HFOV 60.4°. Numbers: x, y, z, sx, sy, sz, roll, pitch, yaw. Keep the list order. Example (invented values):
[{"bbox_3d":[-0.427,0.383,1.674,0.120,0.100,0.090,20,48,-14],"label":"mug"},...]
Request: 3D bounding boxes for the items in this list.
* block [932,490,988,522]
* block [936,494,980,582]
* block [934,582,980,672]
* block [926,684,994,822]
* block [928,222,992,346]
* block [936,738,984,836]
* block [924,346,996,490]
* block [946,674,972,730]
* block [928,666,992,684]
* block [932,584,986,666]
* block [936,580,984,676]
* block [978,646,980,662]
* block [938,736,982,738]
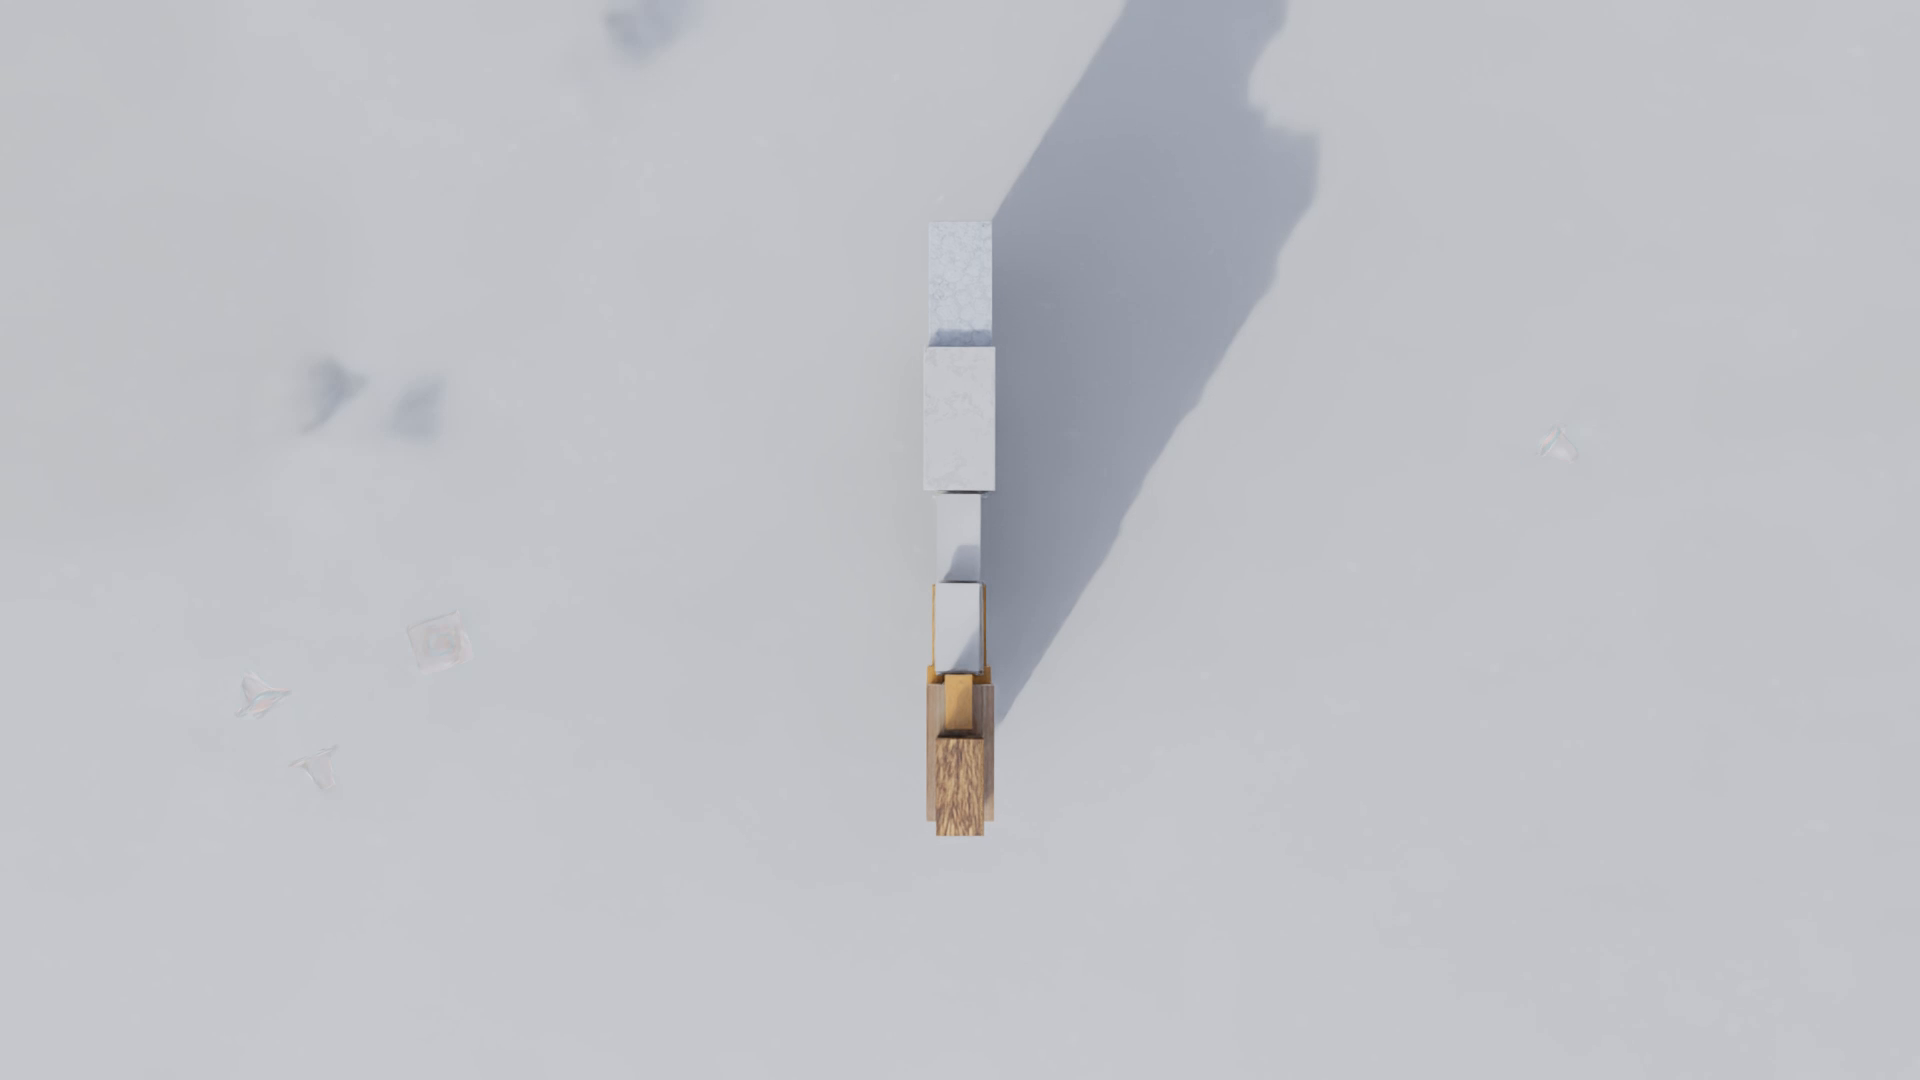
[{"bbox_3d":[0.001,-0.191,4.375,0.143,0.041,0.286,0,90,0],"label":"block"},{"bbox_3d":[-0.004,-0.006,4.122,0.108,0.031,0.217,0,90,0],"label":"block"},{"bbox_3d":[-0.007,0.213,4.028,0.107,0.030,0.214,0,90,0],"label":"block"},{"bbox_3d":[0.000,0.519,4.037,0.166,0.047,0.331,0,90,0],"label":"block"},{"bbox_3d":[0.001,-0.620,4.032,0.154,0.044,0.309,0,90,0],"label":"block"},{"bbox_3d":[-0.001,0.565,3.778,0.110,0.031,0.220,0,90,0],"label":"block"},{"bbox_3d":[-0.002,-0.292,3.986,0.172,0.049,0.344,0,90,0],"label":"block"},{"bbox_3d":[-0.003,0.381,3.878,0.063,0.018,0.126,0,89,0],"label":"block"},{"bbox_3d":[-0.002,0.508,4.416,0.171,0.048,0.342,0,90,0],"label":"block"},{"bbox_3d":[-0.003,0.287,4.804,0.156,0.044,0.311,0,90,0],"label":"block"},{"bbox_3d":[0.000,0.228,4.275,0.121,0.034,0.243,0,90,0],"label":"block"},{"bbox_3d":[-0.005,0.285,4.151,0.107,0.214,0.030,1,90,0],"label":"block"},{"bbox_3d":[0.000,0.492,3.903,0.110,0.220,0.031,0,90,0],"label":"block"}]
